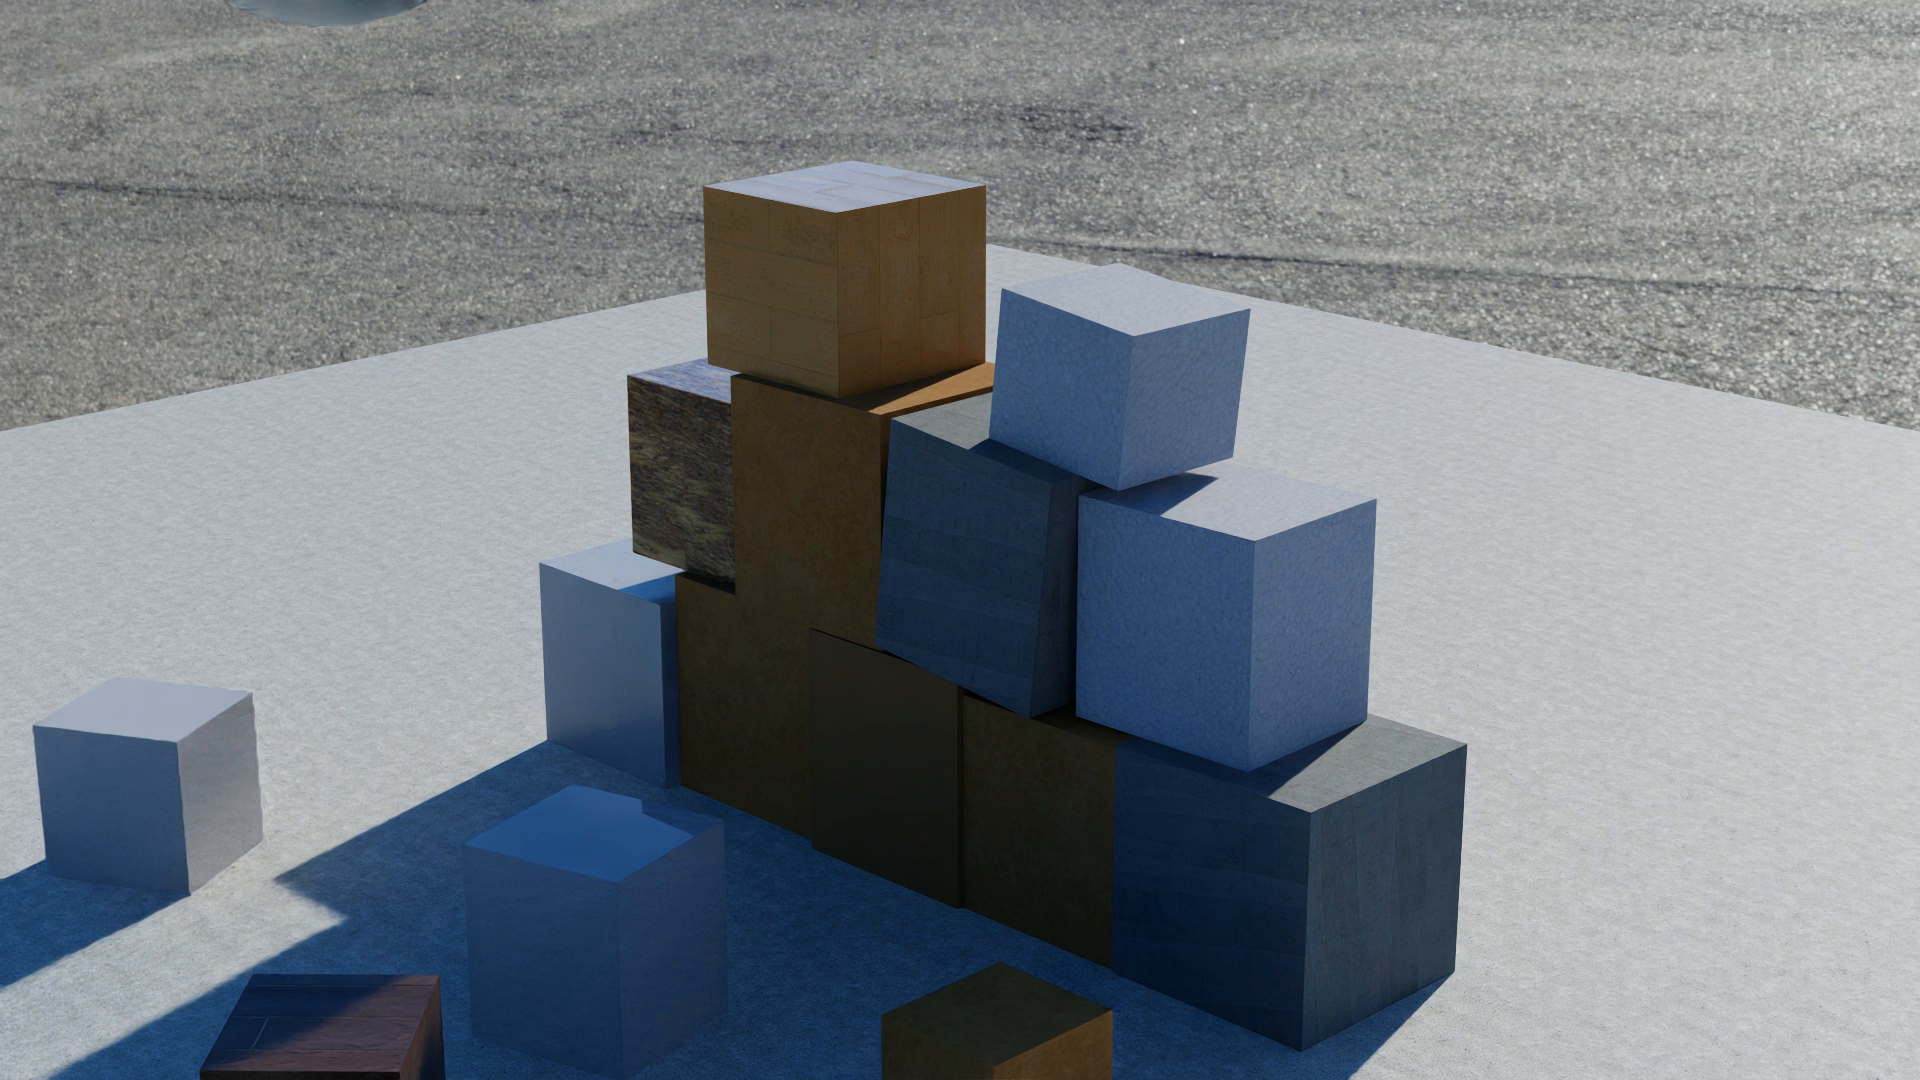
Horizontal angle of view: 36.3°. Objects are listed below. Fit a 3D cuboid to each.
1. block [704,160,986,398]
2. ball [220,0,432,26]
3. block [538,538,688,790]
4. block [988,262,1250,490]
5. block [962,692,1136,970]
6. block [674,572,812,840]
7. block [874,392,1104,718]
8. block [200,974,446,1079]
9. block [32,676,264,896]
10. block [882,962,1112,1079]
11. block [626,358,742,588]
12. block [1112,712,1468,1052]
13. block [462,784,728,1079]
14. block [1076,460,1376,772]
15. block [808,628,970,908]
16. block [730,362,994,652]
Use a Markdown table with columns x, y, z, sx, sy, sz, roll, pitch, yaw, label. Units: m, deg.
| x | y | z | sx | sy | sz | roll | pitch | yaw | label |
| --- | --- | --- | --- | --- | --- | --- | --- | --- | --- |
| -0.527 | -1.221 | 13.526 | 0.894 | 0.837 | 0.935 | 17 | 24 | 42 | block |
| -2.230 | -2.597 | 10.188 | 1.600 | 1.600 | 1.600 | 0 | 17 | 0 | ball |
| -1.401 | 0.556 | 14.977 | 1.089 | 0.959 | 0.956 | -17 | 24 | -42 | block |
| 0.670 | -0.704 | 12.397 | 0.730 | 0.668 | 0.751 | -16 | 30 | -42 | block |
| 0.692 | 1.149 | 12.999 | 1.016 | 1.014 | 0.905 | -17 | 24 | -42 | block |
| -0.703 | 0.704 | 14.274 | 0.885 | 1.097 | 1.021 | -17 | 24 | -42 | block |
| 0.382 | -0.001 | 12.926 | 0.943 | 1.070 | 1.101 | 24 | 28 | 39 | block |
| -2.237 | 2.071 | 10.424 | 0.681 | 0.797 | 0.744 | 0 | 17 | 1 | block |
| -3.732 | 1.125 | 13.527 | 0.734 | 0.743 | 0.665 | 5 | 18 | 16 | block |
| 0.136 | 2.032 | 10.802 | 0.572 | 0.646 | 0.624 | 17 | 24 | 42 | block |
| -1.011 | -0.354 | 14.305 | 0.928 | 0.903 | 0.783 | 17 | 24 | 42 | block |
| 1.378 | 1.345 | 12.333 | 1.040 | 1.040 | 1.028 | -17 | 24 | -42 | block |
| -1.470 | 1.577 | 11.905 | 0.760 | 0.853 | 0.730 | 10 | 20 | 28 | block |
| 1.111 | 0.288 | 12.320 | 0.927 | 0.983 | 0.817 | 16 | 23 | 41 | block |
| 0.021 | 0.914 | 13.615 | 0.958 | 1.093 | 1.061 | 17 | 24 | 42 | block |
| -0.346 | -0.235 | 13.608 | 0.984 | 1.095 | 1.014 | 16 | 24 | 42 | block |
